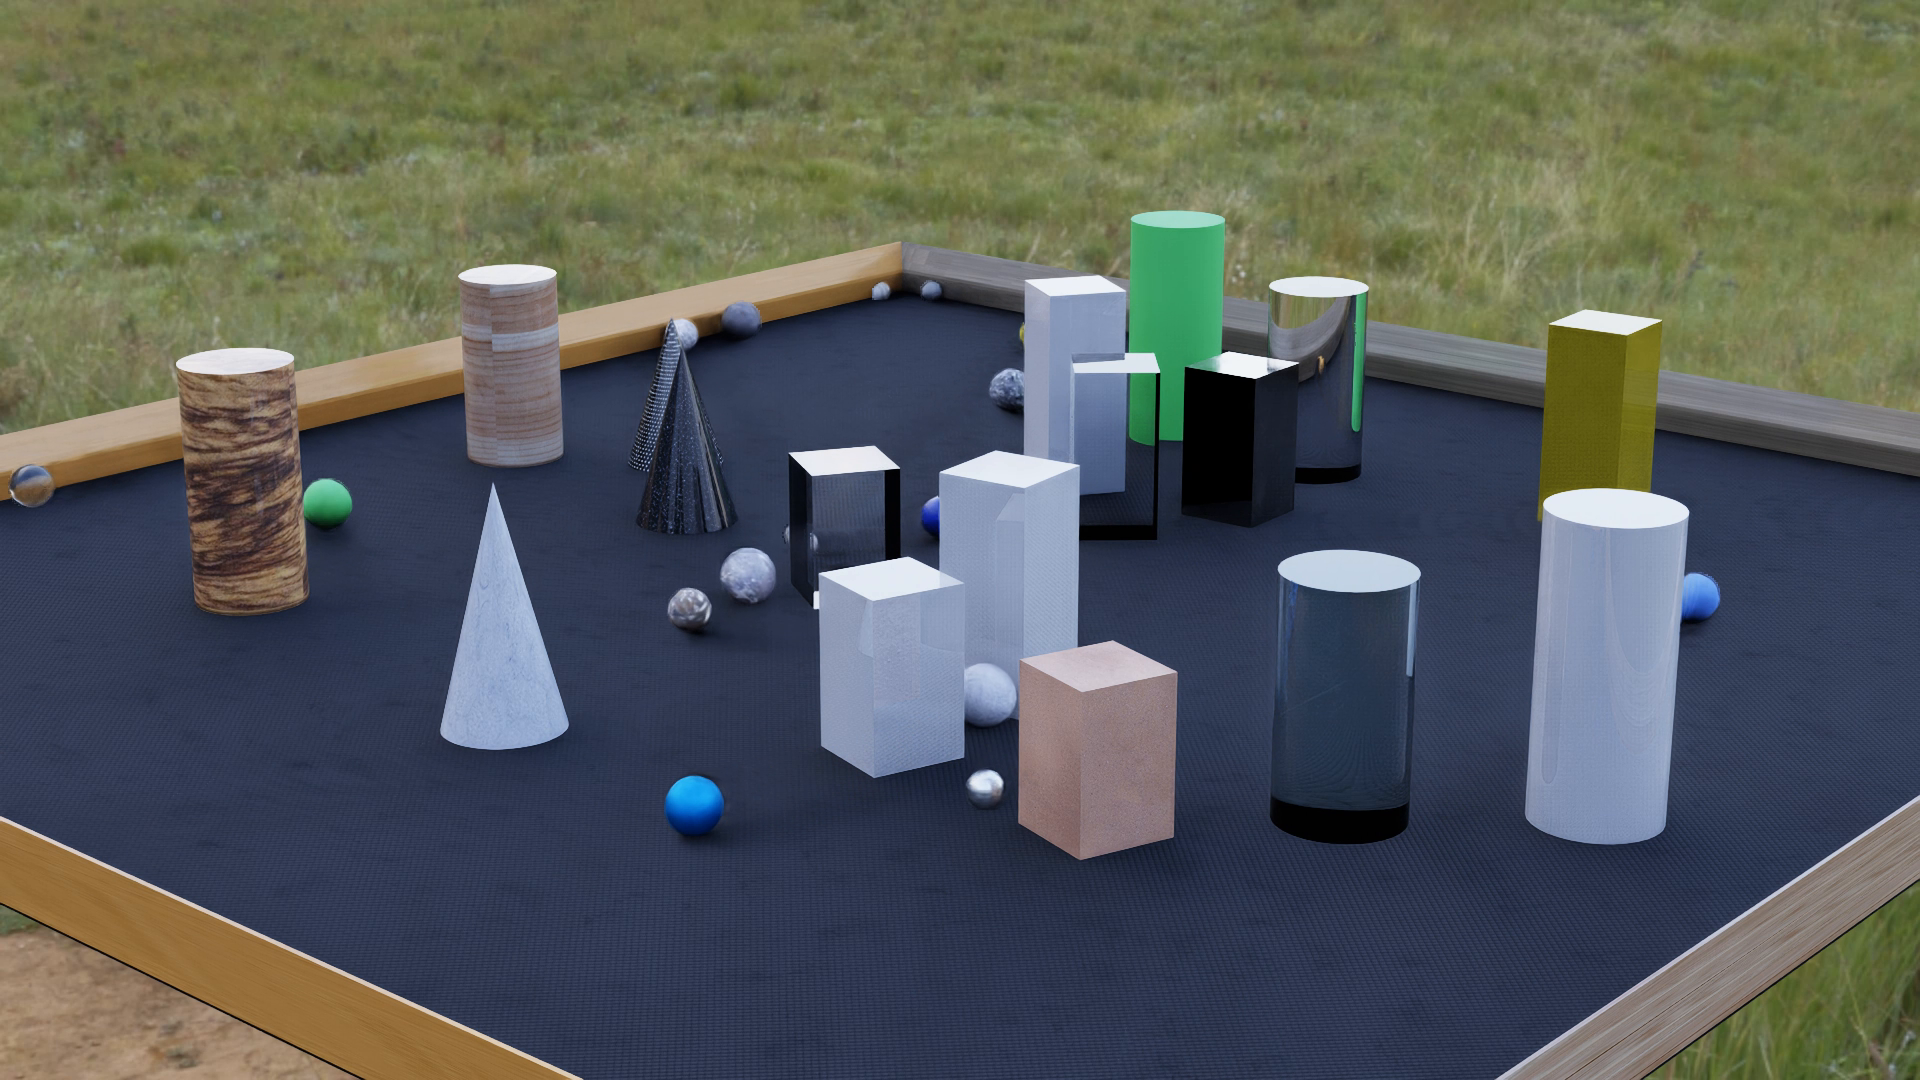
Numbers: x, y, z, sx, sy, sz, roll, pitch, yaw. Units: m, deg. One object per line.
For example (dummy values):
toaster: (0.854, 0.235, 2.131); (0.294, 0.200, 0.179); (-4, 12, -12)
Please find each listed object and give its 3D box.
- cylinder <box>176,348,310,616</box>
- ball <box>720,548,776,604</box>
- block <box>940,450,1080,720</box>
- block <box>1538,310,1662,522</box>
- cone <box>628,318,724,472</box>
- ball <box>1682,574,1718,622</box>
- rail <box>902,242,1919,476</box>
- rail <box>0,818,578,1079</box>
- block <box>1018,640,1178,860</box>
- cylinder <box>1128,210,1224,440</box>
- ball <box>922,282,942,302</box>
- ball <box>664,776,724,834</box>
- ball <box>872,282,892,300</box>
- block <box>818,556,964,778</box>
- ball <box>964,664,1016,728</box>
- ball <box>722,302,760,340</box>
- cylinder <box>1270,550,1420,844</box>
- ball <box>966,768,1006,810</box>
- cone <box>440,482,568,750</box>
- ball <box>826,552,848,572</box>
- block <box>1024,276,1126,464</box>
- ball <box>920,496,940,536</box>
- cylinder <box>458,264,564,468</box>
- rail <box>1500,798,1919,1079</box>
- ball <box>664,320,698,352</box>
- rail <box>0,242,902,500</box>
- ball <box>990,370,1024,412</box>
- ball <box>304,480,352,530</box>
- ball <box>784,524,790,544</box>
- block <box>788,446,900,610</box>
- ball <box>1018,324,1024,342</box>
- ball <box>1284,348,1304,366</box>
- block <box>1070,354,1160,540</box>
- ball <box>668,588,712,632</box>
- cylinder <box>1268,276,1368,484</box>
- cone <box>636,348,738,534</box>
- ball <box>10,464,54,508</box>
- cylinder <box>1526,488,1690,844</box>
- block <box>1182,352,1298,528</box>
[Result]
cylinder: (-1.234, -0.102, 5.052); (0.196, 0.424, 0.196); (0, 17, 0)
ball: (-0.367, 0.061, 5.077); (0.097, 0.097, 0.097); (0, 17, 0)
block: (0.077, 0.069, 4.574); (0.156, 0.373, 0.156); (11, 20, 33)
block: (1.206, -0.224, 5.532); (0.156, 0.382, 0.156); (12, 21, 35)
cone: (-0.579, -0.306, 5.937); (0.196, 0.304, 0.196); (0, 17, 0)
ball: (1.247, 0.098, 4.981); (0.082, 0.082, 0.082); (0, 17, 0)
rail: (1.189, -0.364, 6.431); (3.594, 0.127, 0.045); (14, 22, 39)
rail: (-1.189, 0.427, 3.809); (3.594, 0.127, 0.045); (14, 22, 39)
block: (0.190, 0.289, 4.068); (0.156, 0.243, 0.156); (-10, 19, -30)
cylinder: (0.454, -0.452, 6.168); (0.196, 0.450, 0.196); (0, 17, 0)
ball: (-0.072, -0.631, 7.456); (0.050, 0.050, 0.050); (0, 17, 0)
ball: (-0.370, 0.369, 4.082); (0.082, 0.082, 0.082); (0, 17, 0)
ball: (-0.199, -0.633, 7.467); (0.047, 0.047, 0.047); (0, 17, 0)
block: (-0.101, 0.187, 4.357); (0.156, 0.273, 0.156); (-10, 20, -31)
ball: (0.038, 0.238, 4.492); (0.098, 0.098, 0.098); (0, 17, 0)
ball: (-0.527, -0.525, 7.033); (0.090, 0.090, 0.090); (0, 17, 0)
cylinder: (0.536, 0.217, 4.094); (0.196, 0.366, 0.196); (0, 17, 0)
ball: (0.036, 0.354, 4.174); (0.058, 0.058, 0.058); (0, 17, 0)
cone: (-0.699, 0.100, 4.443); (0.196, 0.390, 0.196); (0, 17, 0)
ball: (-0.220, 0.042, 5.238); (0.041, 0.041, 0.041); (0, 17, 0)
block: (0.226, -0.314, 5.817); (0.156, 0.388, 0.156); (-5, 17, -16)
ball: (-0.037, -0.044, 5.463); (0.075, 0.075, 0.075); (0, 17, 0)
cylinder: (-0.913, -0.355, 5.973); (0.196, 0.378, 0.196); (0, 17, 0)
rail: (1.339, 0.367, 4.007); (0.045, 0.127, 3.675); (14, 22, 39)
ball: (-0.657, -0.482, 6.913); (0.078, 0.078, 0.078); (0, 17, 0)
rail: (-1.339, -0.304, 6.233); (0.045, 0.127, 3.675); (14, 22, 39)
ball: (0.111, -0.325, 6.368); (0.092, 0.092, 0.092); (0, 17, 0)
ball: (-1.190, -0.067, 5.509); (0.093, 0.093, 0.093); (0, 17, 0)
ball: (-0.301, -0.010, 5.404); (0.046, 0.046, 0.046); (0, 17, 0)
block: (-0.201, -0.023, 5.114); (0.156, 0.238, 0.156); (-5, 18, -17)
ball: (0.166, -0.491, 6.985); (0.054, 0.054, 0.054); (0, 17, 0)
ball: (0.769, -0.420, 6.759); (0.048, 0.048, 0.048); (0, 17, 0)
block: (0.287, -0.175, 5.476); (0.156, 0.320, 0.156); (0, 17, -1)
ball: (-0.454, 0.118, 4.931); (0.073, 0.073, 0.073); (0, 17, 0)
cylinder: (0.710, -0.320, 5.854); (0.196, 0.379, 0.196); (0, 17, 0)
cone: (-0.519, -0.201, 5.531); (0.196, 0.338, 0.196); (0, 17, 0)
ball: (-1.788, -0.105, 5.652); (0.083, 0.083, 0.083); (0, 17, 0)
cylinder: (0.898, 0.174, 4.081); (0.196, 0.456, 0.196); (0, 17, 0)
block: (0.533, -0.192, 5.585); (0.156, 0.290, 0.156); (12, 21, 35)
